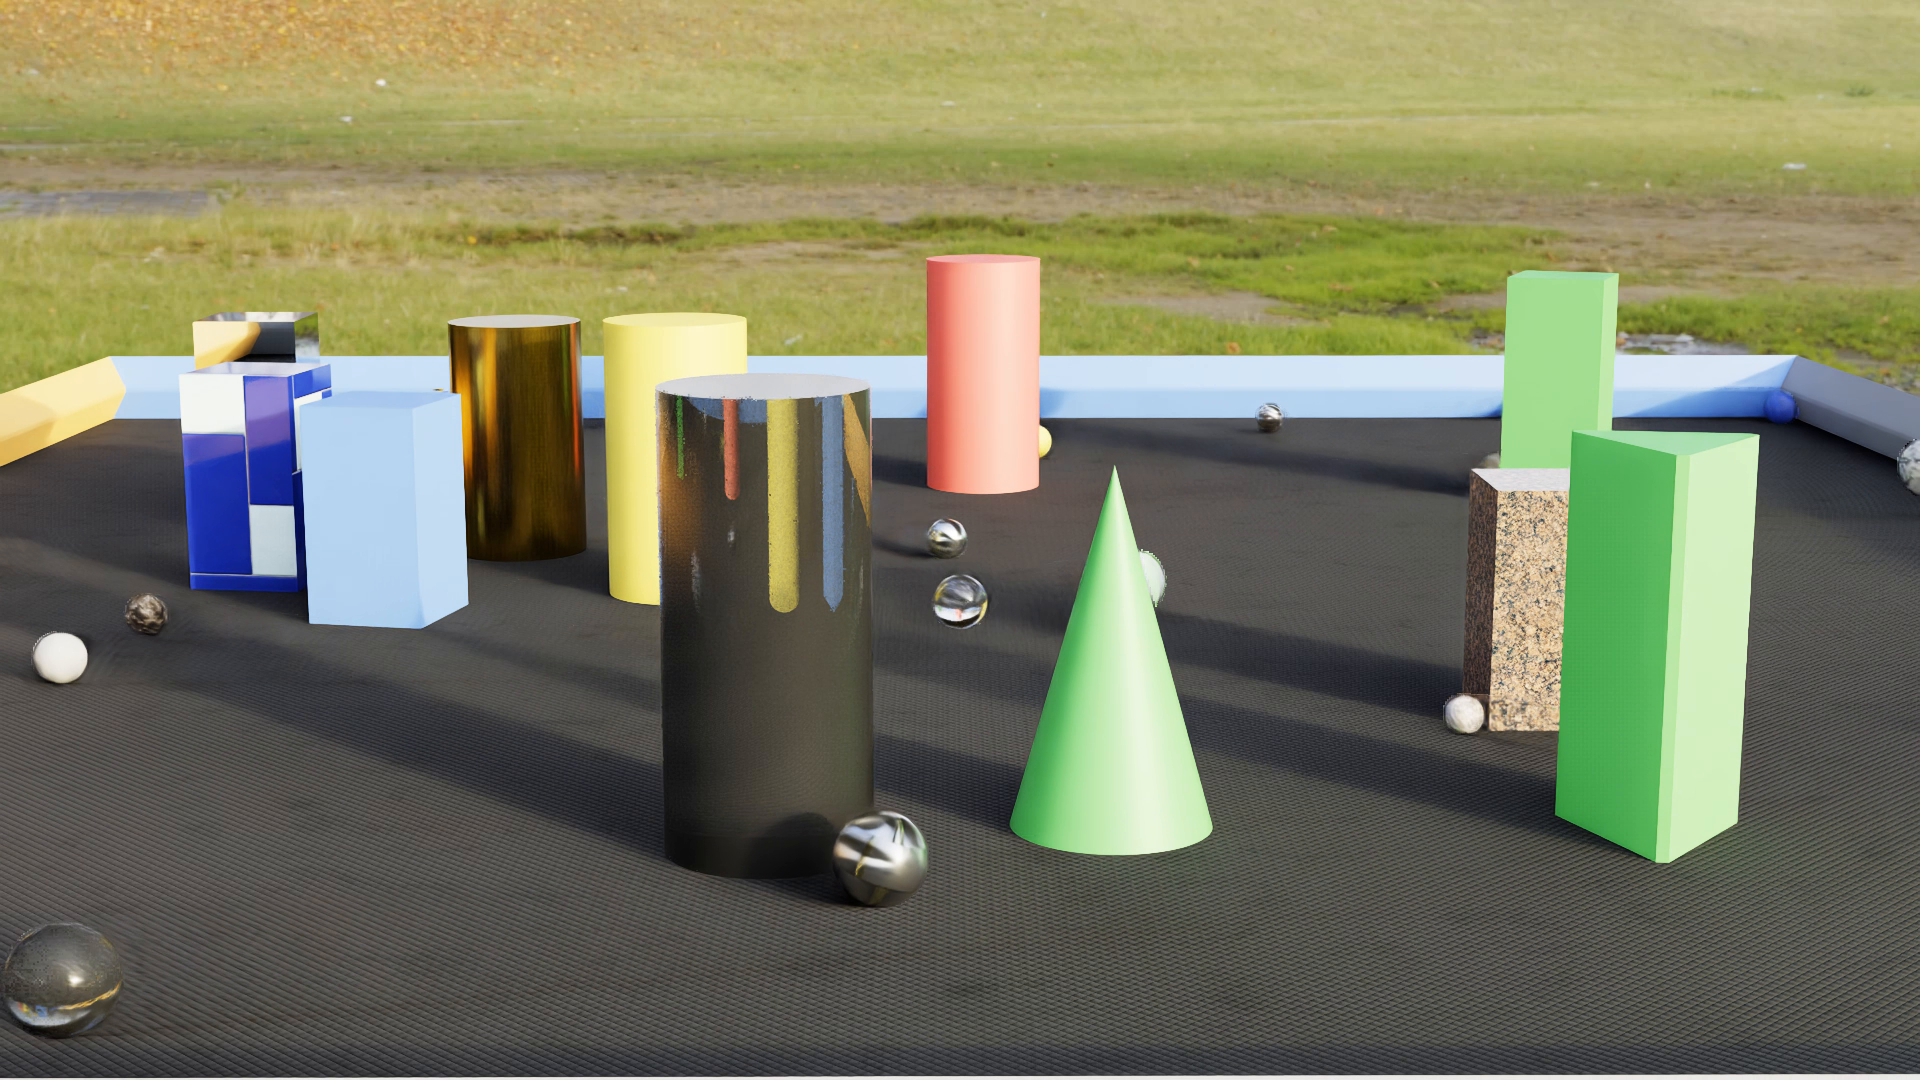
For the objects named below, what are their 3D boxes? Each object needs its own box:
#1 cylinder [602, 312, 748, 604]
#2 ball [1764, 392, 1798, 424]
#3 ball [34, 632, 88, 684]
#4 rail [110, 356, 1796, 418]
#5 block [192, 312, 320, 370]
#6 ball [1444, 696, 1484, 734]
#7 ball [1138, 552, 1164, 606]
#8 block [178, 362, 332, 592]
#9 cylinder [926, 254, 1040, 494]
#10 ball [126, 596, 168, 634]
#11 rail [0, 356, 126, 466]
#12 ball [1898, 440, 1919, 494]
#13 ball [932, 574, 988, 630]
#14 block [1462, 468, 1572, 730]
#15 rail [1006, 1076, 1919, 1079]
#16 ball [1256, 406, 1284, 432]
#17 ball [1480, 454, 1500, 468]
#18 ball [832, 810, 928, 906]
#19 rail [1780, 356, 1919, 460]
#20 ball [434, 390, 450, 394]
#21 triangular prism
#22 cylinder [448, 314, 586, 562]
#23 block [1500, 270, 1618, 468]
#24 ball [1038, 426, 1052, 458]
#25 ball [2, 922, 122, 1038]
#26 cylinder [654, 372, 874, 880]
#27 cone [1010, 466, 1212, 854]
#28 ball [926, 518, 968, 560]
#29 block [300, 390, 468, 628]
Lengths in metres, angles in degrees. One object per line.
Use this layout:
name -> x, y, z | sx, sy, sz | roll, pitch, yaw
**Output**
cylinder -> -0.392, -0.116, 3.565 | 0.197, 0.381, 0.197 | 0, 10, 0
ball -> 1.680, -0.269, 5.253 | 0.067, 0.067, 0.067 | 0, 10, 0
ball -> -1.071, 0.141, 3.057 | 0.061, 0.061, 0.061 | 0, 10, 0
rail -> -0.011, -0.315, 5.329 | 3.516, 0.128, 0.045 | 0, 10, 0
block -> -1.117, -0.191, 4.103 | 0.157, 0.332, 0.157 | 0, 10, -1
ball -> 0.555, 0.193, 2.824 | 0.043, 0.043, 0.043 | 0, 10, 0
ball -> 0.232, 0.057, 3.442 | 0.085, 0.085, 0.085 | 0, 10, 0
block -> -0.994, -0.092, 3.649 | 0.157, 0.303, 0.157 | 1, 11, 8
cylinder -> 0.040, -0.292, 4.473 | 0.197, 0.396, 0.197 | 0, 10, 0
ball -> -1.052, 0.097, 3.318 | 0.051, 0.051, 0.051 | 0, 10, 0
rail -> -1.734, 0.035, 3.439 | 0.045, 0.128, 3.872 | 0, 10, 0
ball -> 1.656, -0.124, 4.382 | 0.098, 0.098, 0.098 | 0, 10, 0
ball -> 0.000, 0.081, 3.351 | 0.072, 0.072, 0.072 | 0, 10, 0
block -> 0.665, 0.064, 2.897 | 0.157, 0.269, 0.157 | 0, 10, 0
rail -> 0.011, 0.381, 1.569 | 3.516, 0.128, 0.045 | 0, 10, 0
ball -> 0.622, -0.243, 5.144 | 0.055, 0.055, 0.055 | 0, 10, 0
ball -> 0.939, -0.124, 4.499 | 0.056, 0.056, 0.056 | 0, 10, 0
ball -> -0.070, 0.279, 2.248 | 0.084, 0.084, 0.084 | 0, 10, 0
rail -> 1.734, 0.031, 3.459 | 0.045, 0.128, 3.872 | 0, 10, 0
ball -> -1.068, -0.275, 5.286 | 0.066, 0.066, 0.066 | 0, 10, 0
triangular prism -> 0.645, 0.091, 2.448 | 0.148, 0.381, 0.170 | 8, 13, 38
cylinder -> -0.668, -0.157, 3.874 | 0.197, 0.348, 0.197 | 0, 10, 0
block -> 1.012, -0.258, 4.336 | 0.157, 0.379, 0.157 | 4, 11, 22
ball -> 0.142, -0.185, 4.812 | 0.061, 0.061, 0.061 | 0, 10, 0
ball -> -0.681, 0.333, 1.946 | 0.086, 0.086, 0.086 | 0, 10, 0
cylinder -> -0.180, 0.074, 2.381 | 0.197, 0.438, 0.197 | 0, 10, 0
cone -> 0.147, 0.103, 2.460 | 0.197, 0.353, 0.197 | 0, 10, 0
ball -> -0.019, -0.001, 3.824 | 0.061, 0.061, 0.061 | 0, 10, 0
block -> -0.766, -0.043, 3.422 | 0.157, 0.290, 0.157 | 2, 11, 12
